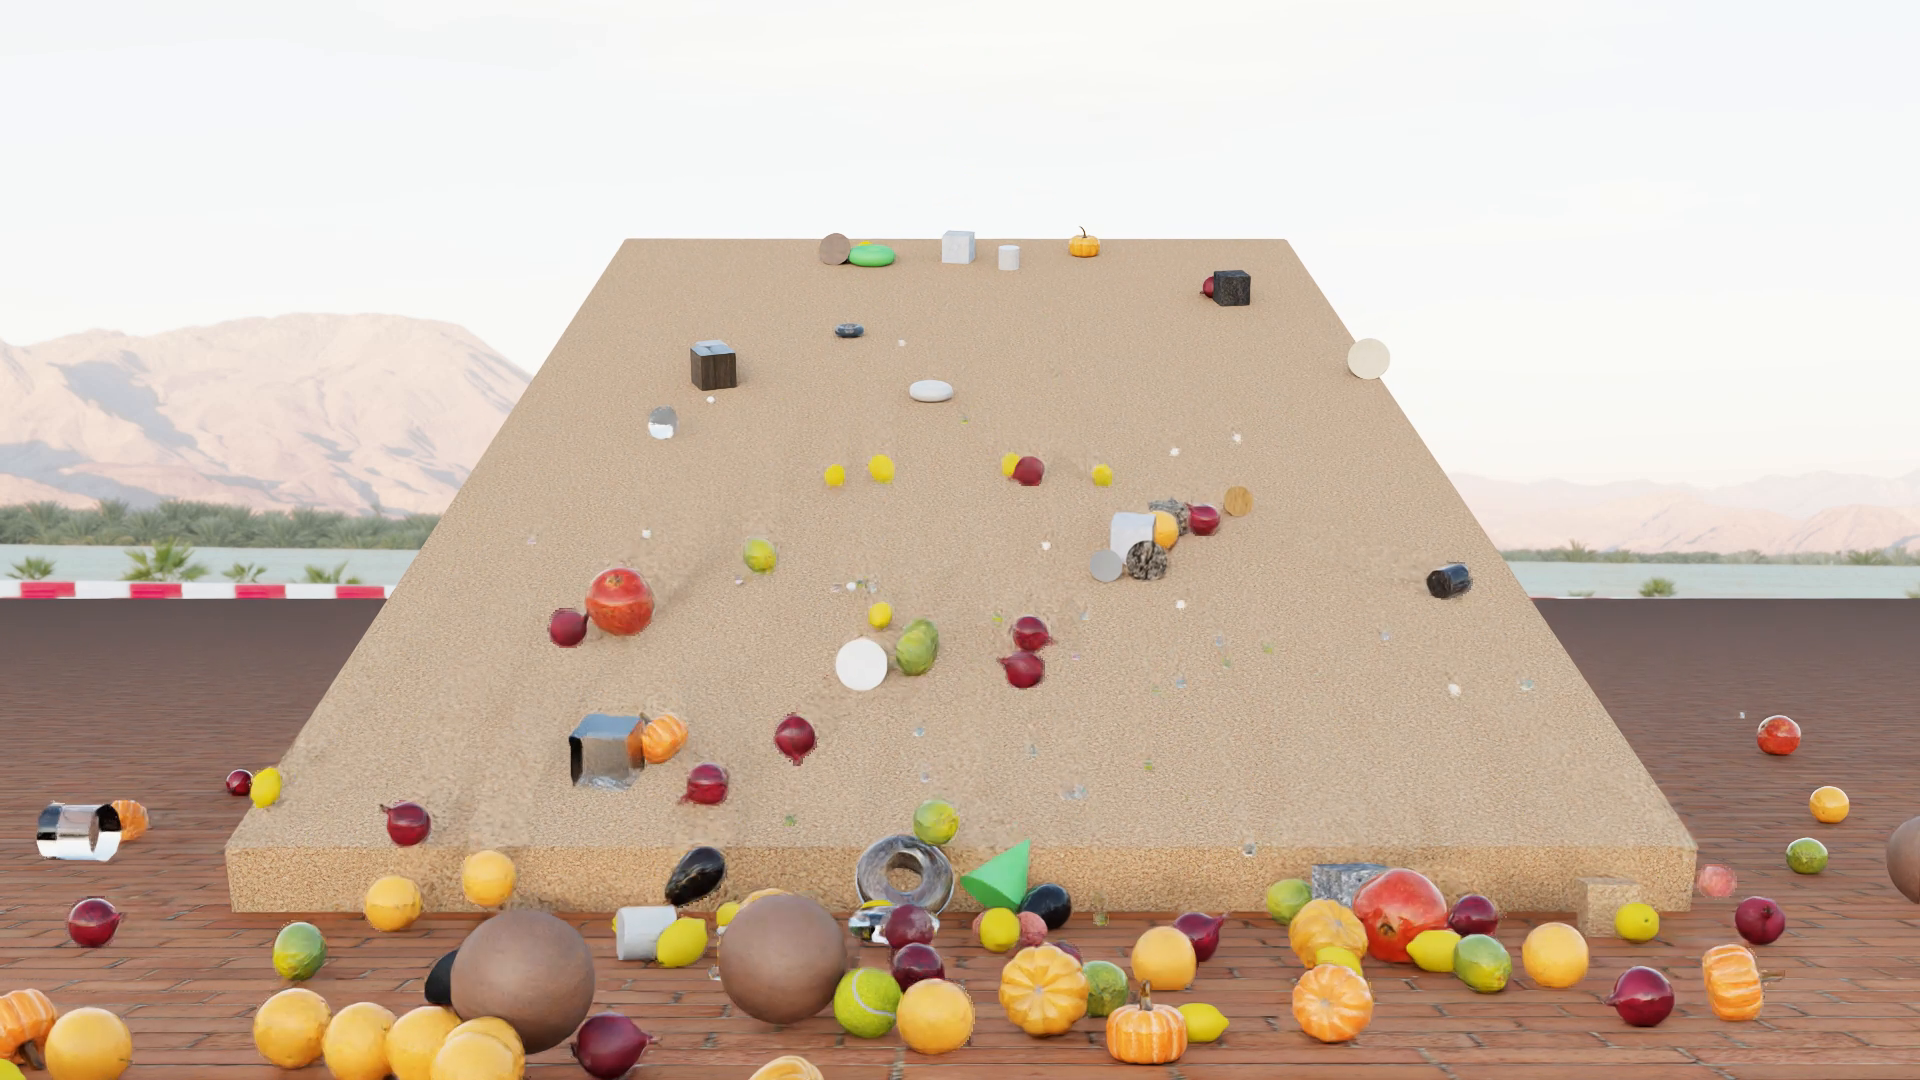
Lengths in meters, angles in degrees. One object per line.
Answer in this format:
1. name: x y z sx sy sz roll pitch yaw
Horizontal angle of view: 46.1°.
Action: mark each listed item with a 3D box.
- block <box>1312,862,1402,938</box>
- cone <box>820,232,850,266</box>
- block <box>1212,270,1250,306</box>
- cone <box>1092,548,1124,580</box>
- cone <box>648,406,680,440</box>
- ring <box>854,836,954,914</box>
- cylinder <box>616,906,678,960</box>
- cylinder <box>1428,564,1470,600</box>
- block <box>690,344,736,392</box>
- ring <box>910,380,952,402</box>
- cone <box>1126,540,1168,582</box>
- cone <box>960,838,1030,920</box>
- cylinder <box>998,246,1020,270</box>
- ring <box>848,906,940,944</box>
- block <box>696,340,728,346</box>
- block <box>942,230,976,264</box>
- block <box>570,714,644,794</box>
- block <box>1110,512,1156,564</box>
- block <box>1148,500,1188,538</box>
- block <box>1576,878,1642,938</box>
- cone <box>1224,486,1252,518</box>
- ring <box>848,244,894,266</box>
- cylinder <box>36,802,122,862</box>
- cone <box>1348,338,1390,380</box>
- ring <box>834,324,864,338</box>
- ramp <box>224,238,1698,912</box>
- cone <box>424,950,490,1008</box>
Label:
1. block: 0.512 0.465 2.918 0.083 0.083 0.083 0 -1 -18
2. cone: -0.346 -0.829 6.532 0.096 0.096 0.096 0 -8 17
3. block: 0.727 -0.674 6.041 0.079 0.079 0.079 -3 20 -10
4. cone: 0.261 0.050 4.065 0.059 0.059 0.059 0 -15 -6
5. cone: -0.629 -0.247 4.896 0.072 0.072 0.072 0 -8 15
6. ring: -0.074 0.454 3.015 0.134 0.134 0.045 0 -41 -9
7. cylinder: -0.375 0.470 2.698 0.063 0.063 0.063 0 -1 -18
8. cylinder: 0.857 0.073 3.961 0.053 0.053 0.053 -15 8 -39
9. block: -0.574 -0.402 5.256 0.084 0.084 0.084 -8 21 -22
10. ring: -0.066 -0.340 5.160 0.100 0.033 0.100 1 19 0
11. cone: 0.331 0.042 4.075 0.075 0.075 0.075 0 -7 -5
12. cone: 0.069 0.439 3.024 0.099 0.099 0.099 28 -23 13
13. cylinder: 0.139 -0.805 6.440 0.060 0.060 0.060 0 19 0
14. ring: -0.084 0.486 2.857 0.115 0.038 0.115 1 -2 0
15. block: -0.593 -0.440 5.401 0.060 0.060 0.060 -8 21 -21
16. block: -0.004 -0.848 6.533 0.079 0.079 0.079 5 20 13
17. block: -0.508 0.307 3.248 0.082 0.082 0.082 3 20 9
18. block: 0.318 -0.001 4.137 0.075 0.075 0.075 4 20 10
19. block: 0.393 -0.040 4.277 0.055 0.055 0.055 -9 21 -23
20. block: 0.834 0.472 2.903 0.067 0.067 0.067 0 -1 3
21. cone: 0.529 -0.070 4.405 0.062 0.062 0.062 0 -9 -19
22. ring: -0.255 -0.818 6.500 0.136 0.045 0.136 1 19 0
23. cylinder: -1.439 0.477 3.688 0.093 0.093 0.093 -5 -2 13
24. cone: 0.973 -0.422 5.379 0.099 0.099 0.099 0 -7 8
25. ring: -0.280 -0.529 5.709 0.075 0.025 0.075 -1 20 0
26. ramp: -0.005 -0.202 4.967 2.000 0.100 4.000 0 19 0
27. cone: -0.522 0.480 2.397 0.065 0.065 0.065 29 12 25
